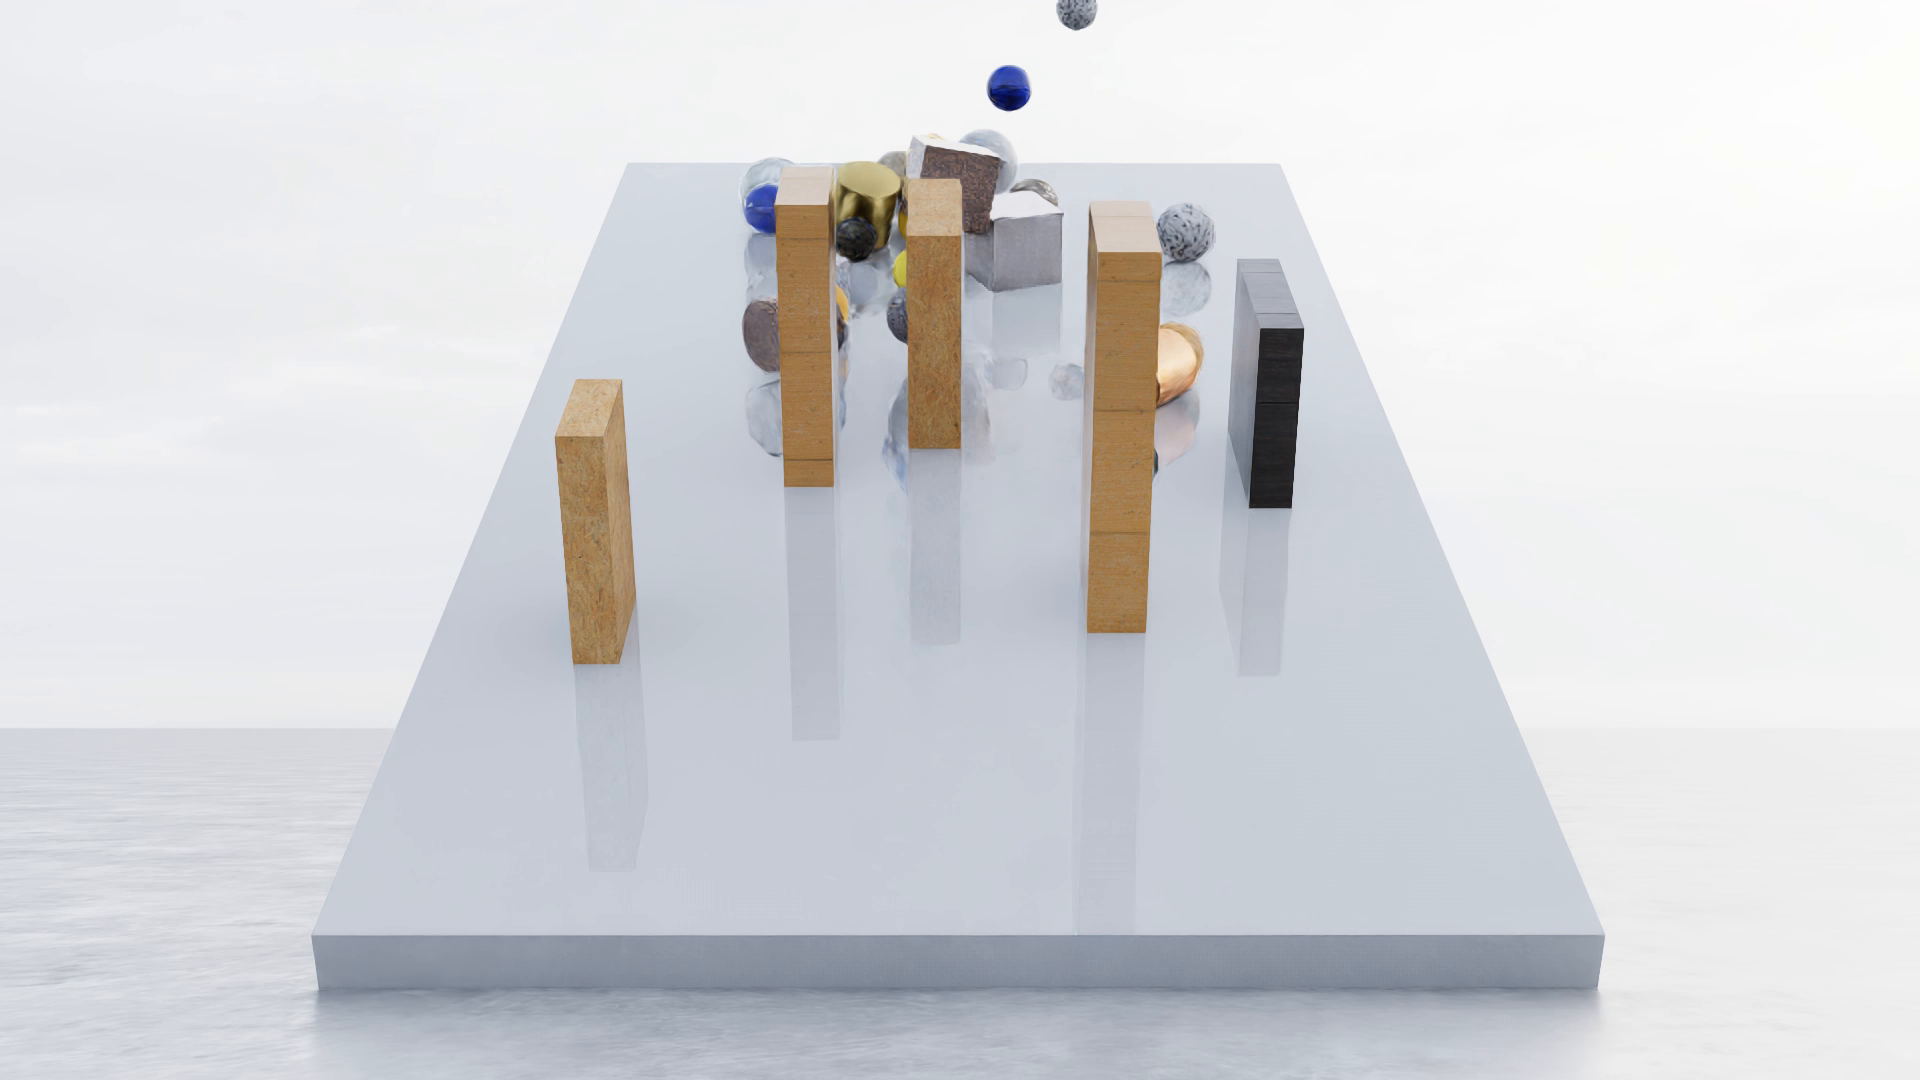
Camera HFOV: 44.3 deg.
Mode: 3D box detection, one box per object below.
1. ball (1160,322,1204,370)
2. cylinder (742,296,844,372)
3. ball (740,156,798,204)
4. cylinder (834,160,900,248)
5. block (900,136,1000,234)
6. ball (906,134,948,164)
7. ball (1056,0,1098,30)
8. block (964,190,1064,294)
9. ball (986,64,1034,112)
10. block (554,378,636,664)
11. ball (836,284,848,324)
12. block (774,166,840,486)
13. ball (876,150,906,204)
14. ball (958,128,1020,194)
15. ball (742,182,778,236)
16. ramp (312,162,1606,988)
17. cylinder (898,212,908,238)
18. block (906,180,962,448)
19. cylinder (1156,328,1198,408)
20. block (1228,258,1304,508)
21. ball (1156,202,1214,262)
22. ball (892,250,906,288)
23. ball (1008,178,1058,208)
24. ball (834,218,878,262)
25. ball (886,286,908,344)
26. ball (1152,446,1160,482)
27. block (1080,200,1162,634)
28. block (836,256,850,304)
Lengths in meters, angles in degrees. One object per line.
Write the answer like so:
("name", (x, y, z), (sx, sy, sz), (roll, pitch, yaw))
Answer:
("ball", (0.507, -0.446, 5.625), (0.149, 0.149, 0.149), (0, -4, 0))
("cylinder", (-0.400, -0.507, 5.669), (0.176, 0.176, 0.176), (-18, 8, -38))
("ball", (-0.522, -0.982, 6.656), (0.195, 0.195, 0.195), (0, -4, 0))
("cylinder", (-0.267, -0.923, 6.503), (0.178, 0.178, 0.178), (1, -48, -16))
("block", (-0.027, -0.902, 5.978), (0.194, 0.194, 0.194), (7, 15, -14))
("ball", (-0.079, -1.052, 6.527), (0.144, 0.144, 0.144), (0, -4, 0))
("ball", (0.329, -1.494, 6.639), (0.118, 0.118, 0.118), (0, -4, 0))
("block", (0.140, -0.795, 6.275), (0.199, 0.199, 0.199), (-10, 28, -21))
("ball", (0.136, -1.237, 6.460), (0.130, 0.130, 0.130), (0, -4, 0))
("block", (-0.680, -0.036, 4.428), (0.087, 0.464, 0.269), (0, 26, 0))
("ball", (-0.354, -0.577, 5.876), (0.155, 0.155, 0.155), (0, -4, 0))
("block", (-0.327, -0.459, 5.093), (0.108, 0.638, 0.264), (0, 26, 0))
("ball", (-0.180, -1.053, 6.848), (0.154, 0.154, 0.154), (0, -4, 0))
("ball", (0.073, -1.102, 6.896), (0.201, 0.201, 0.201), (0, -4, 0))
("ball", (-0.522, -0.903, 6.438), (0.142, 0.142, 0.142), (0, -4, 0))
("ramp", (-0.010, -0.228, 5.461), (2.000, 0.100, 4.000), (0, 26, 0))
("cylinder", (-0.087, -0.905, 6.557), (0.146, 0.146, 0.146), (-1, 26, 12))
("block", (-0.057, -0.519, 5.370), (0.119, 0.501, 0.401), (0, 26, 0))
("cylinder", (0.439, -0.391, 5.492), (0.165, 0.165, 0.165), (-4, 18, 40))
("block", (0.661, -0.346, 5.126), (0.091, 0.410, 0.427), (0, 26, 0))
("ball", (0.611, -0.836, 6.404), (0.160, 0.160, 0.160), (0, -4, 0))
("ball", (-0.111, -0.701, 6.160), (0.130, 0.130, 0.130), (0, -4, 0))
("ball", (0.202, -0.939, 6.623), (0.150, 0.150, 0.150), (0, -4, 0))
("ball", (-0.285, -0.814, 6.399), (0.122, 0.122, 0.122), (0, -4, 0))
("ball", (-0.102, -0.541, 5.667), (0.151, 0.151, 0.151), (0, -4, 0))
("ball", (0.352, -0.167, 5.058), (0.148, 0.148, 0.148), (0, -4, 0))
("block", (0.300, -0.231, 4.485), (0.114, 0.768, 0.294), (0, 26, 0))
("block", (-0.367, -0.662, 6.087), (0.122, 0.122, 0.122), (15, 30, 27))
